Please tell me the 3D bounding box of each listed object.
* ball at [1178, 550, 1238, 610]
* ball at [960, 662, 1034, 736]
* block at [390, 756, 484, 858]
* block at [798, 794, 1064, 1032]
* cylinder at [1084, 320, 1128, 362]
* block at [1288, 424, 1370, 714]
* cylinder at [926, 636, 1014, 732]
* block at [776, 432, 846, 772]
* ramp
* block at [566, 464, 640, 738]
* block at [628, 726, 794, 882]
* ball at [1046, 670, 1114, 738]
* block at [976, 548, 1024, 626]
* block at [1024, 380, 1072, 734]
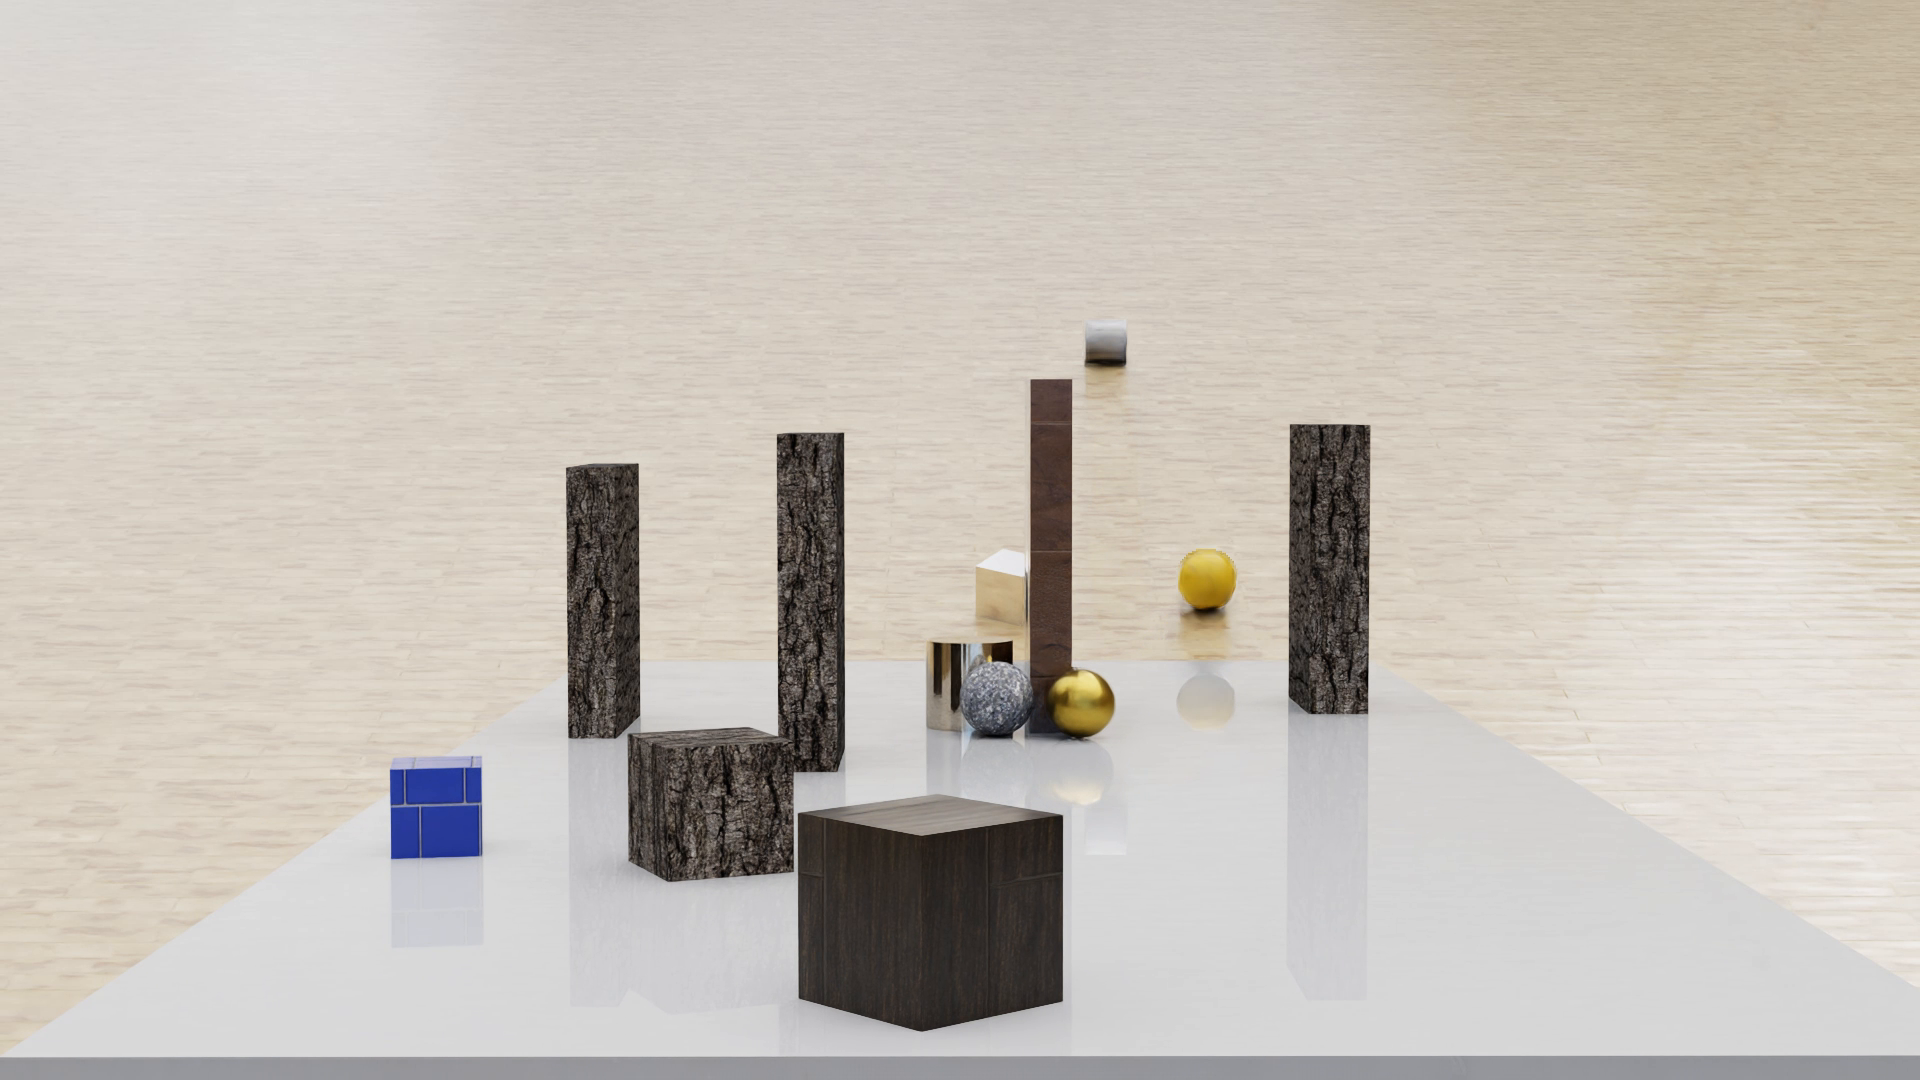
[{"bbox_3d":[0.677,0.112,7.050,0.164,0.164,0.164,0,22,0],"label":"ball"},{"bbox_3d":[0.072,0.310,5.021,0.146,0.146,0.146,0,22,0],"label":"ball"},{"bbox_3d":[-0.756,0.385,3.719,0.128,0.128,0.128,-1,3,-10],"label":"block"},{"bbox_3d":[-0.032,0.395,2.768,0.202,0.202,0.202,-3,4,-42],"label":"block"},{"bbox_3d":[0.516,-0.702,9.108,0.146,0.146,0.146,0,22,1],"label":"cylinder"},{"bbox_3d":[0.792,0.054,5.530,0.124,0.604,0.336,0,3,0],"label":"block"},{"bbox_3d":[0.019,0.287,5.171,0.175,0.175,0.175,0,3,0],"label":"cylinder"},{"bbox_3d":[-0.268,0.103,4.672,0.104,0.594,0.335,0,3,0],"label":"block"},{"bbox_3d":[0.051,0.457,4.533,2.000,0.100,4.000,0,3,0],"label":"ramp"},{"bbox_3d":[-0.714,0.113,5.164,0.094,0.526,0.384,0,3,0],"label":"block"},{"bbox_3d":[-0.349,0.365,3.582,0.181,0.181,0.181,-1,3,-24],"label":"block"},{"bbox_3d":[0.233,0.317,4.987,0.134,0.134,0.134,0,22,0],"label":"ball"},{"bbox_3d":[0.143,0.130,7.029,0.146,0.146,0.146,13,25,29],"label":"block"},{"bbox_3d":[0.178,0.023,5.240,0.082,0.696,0.404,0,3,0],"label":"block"}]
